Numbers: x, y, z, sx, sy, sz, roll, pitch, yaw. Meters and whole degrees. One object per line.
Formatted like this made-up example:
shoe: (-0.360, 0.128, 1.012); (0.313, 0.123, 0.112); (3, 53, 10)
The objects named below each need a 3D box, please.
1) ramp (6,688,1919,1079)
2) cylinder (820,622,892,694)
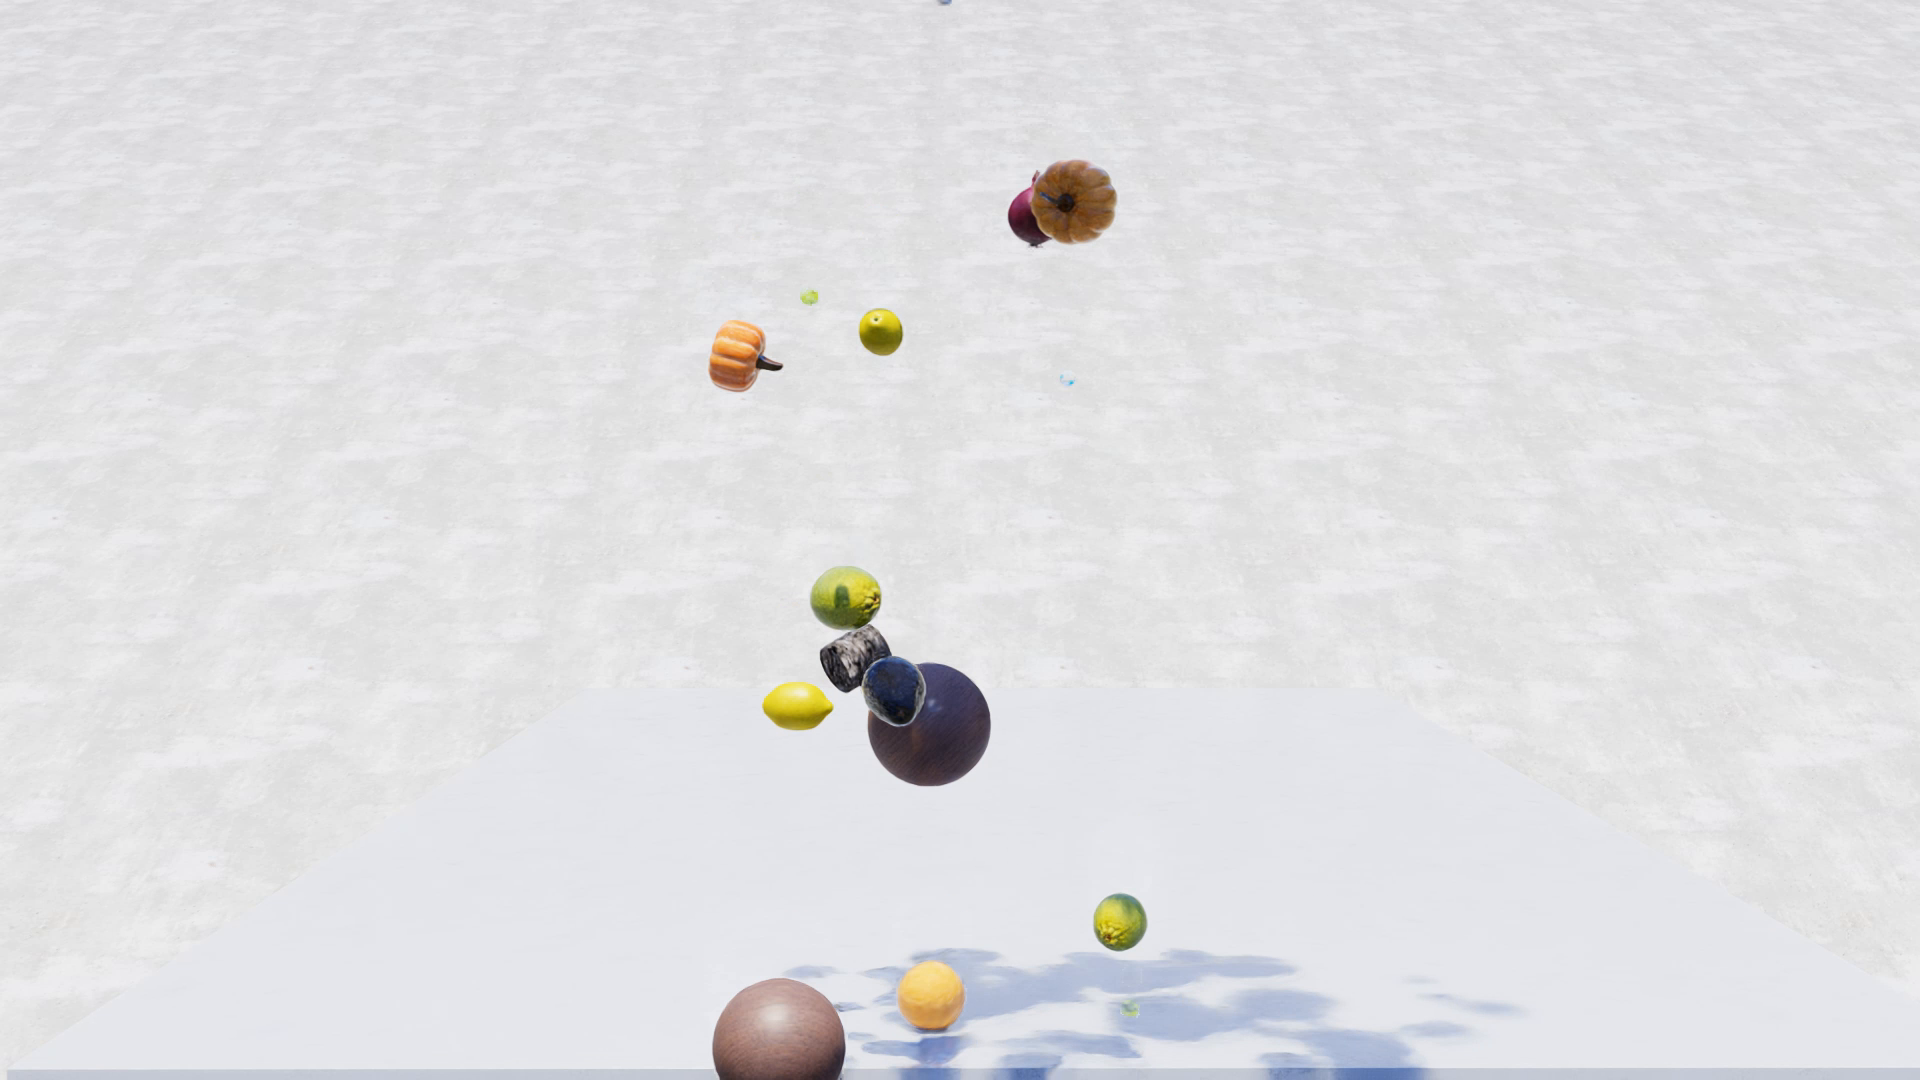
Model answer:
ramp: (0.055, 0.499, 4.546); (2.000, 0.100, 4.000); (0, 2, 0)
cylinder: (-0.115, 0.130, 2.845); (0.057, 0.057, 0.057); (-30, 36, -27)
